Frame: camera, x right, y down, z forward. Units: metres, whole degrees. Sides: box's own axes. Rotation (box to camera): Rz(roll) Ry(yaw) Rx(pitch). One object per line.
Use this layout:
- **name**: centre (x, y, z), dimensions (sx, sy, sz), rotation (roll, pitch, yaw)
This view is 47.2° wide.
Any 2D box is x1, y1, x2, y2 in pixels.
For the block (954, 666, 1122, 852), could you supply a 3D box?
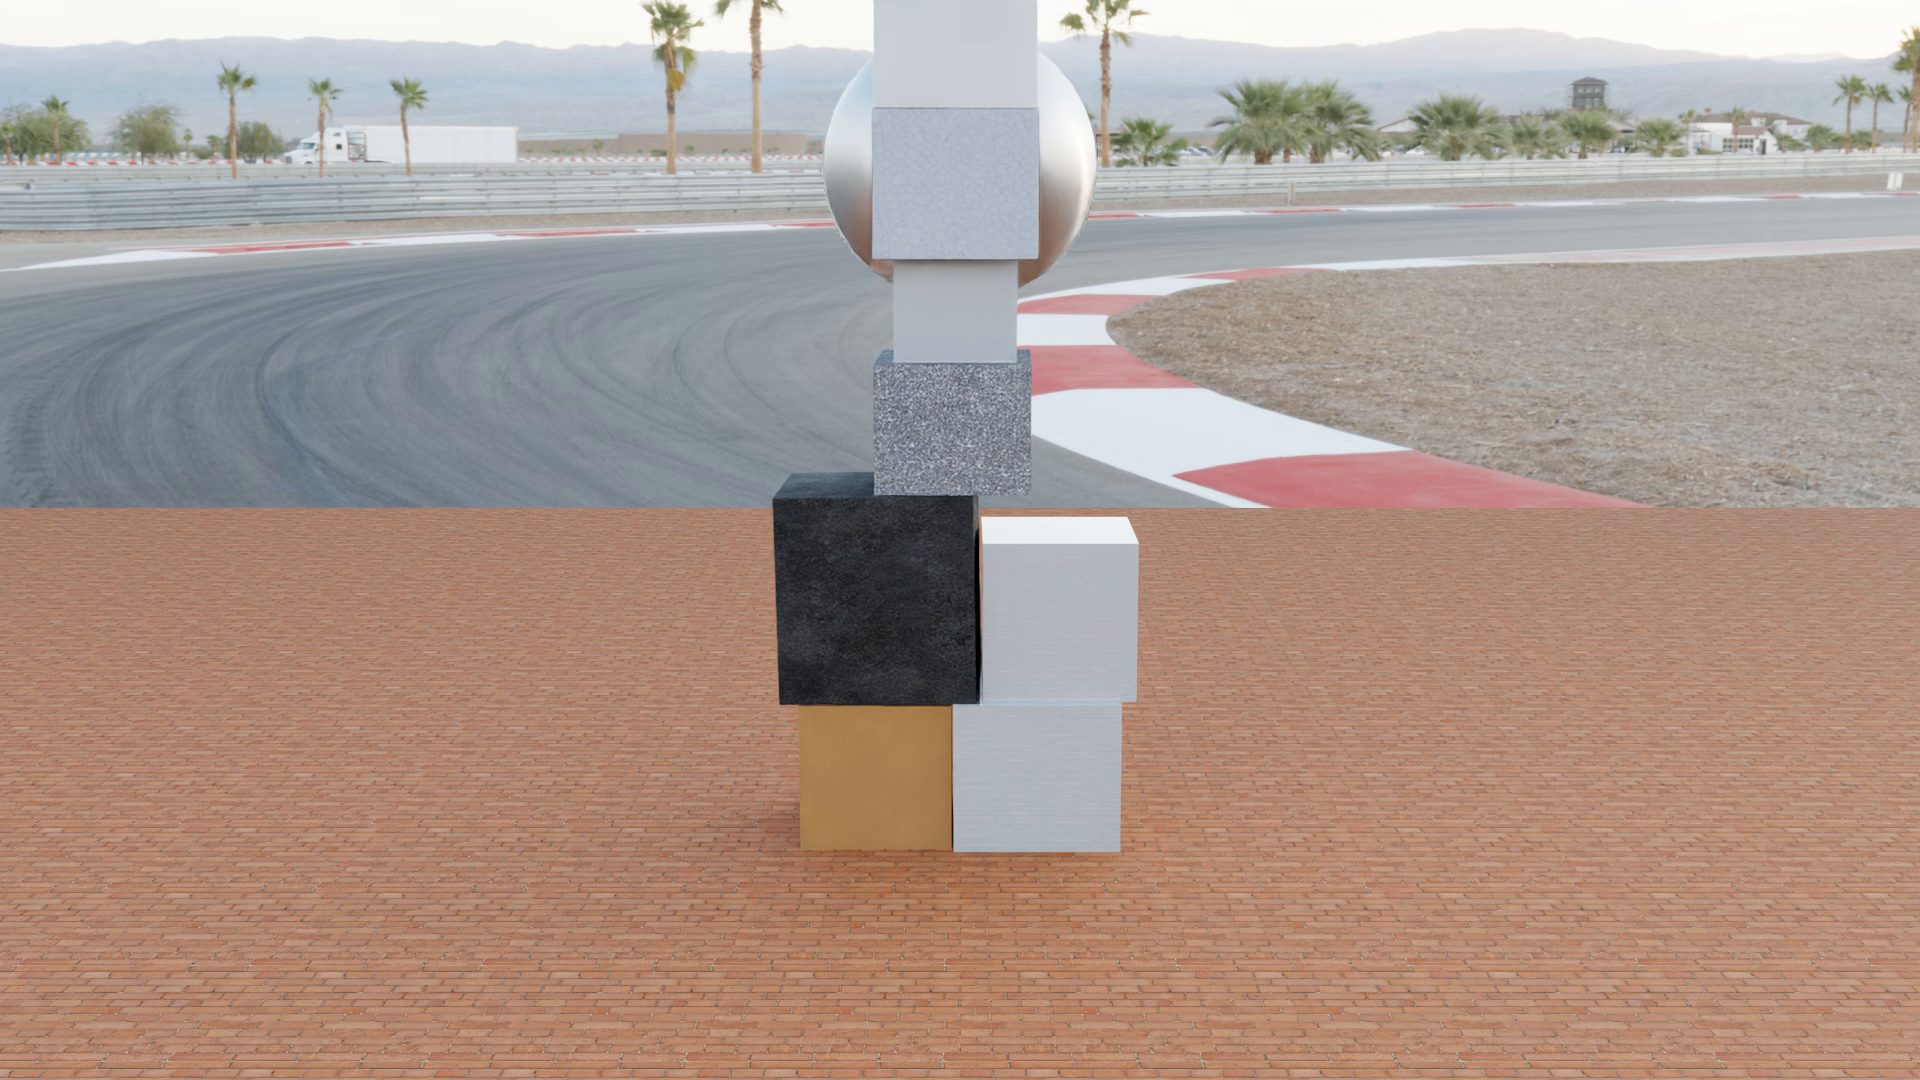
- **block**: centre (0.384, 1.107, 11.371), dimensions (0.832, 0.753, 0.913), rotation (0, 10, 0)

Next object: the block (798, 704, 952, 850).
- **block**: centre (-0.421, 1.115, 11.366), dimensions (0.758, 0.739, 0.805), rotation (0, 10, 0)

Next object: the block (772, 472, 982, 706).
- **block**: centre (-0.401, 0.228, 11.237), dimensions (0.980, 1.038, 0.859), rotation (-1, 10, 2)

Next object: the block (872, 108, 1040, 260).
- **block**: centre (-0.020, -1.766, 10.848), dimensions (0.794, 0.713, 0.760), rotation (0, 11, 0)

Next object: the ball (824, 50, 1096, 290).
- **ball**: centre (0.000, -2.195, 12.890), dimensions (1.600, 1.600, 1.600), rotation (0, 10, 0)

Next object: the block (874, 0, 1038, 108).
- **block**: centre (-0.019, -2.450, 10.724), dimensions (0.770, 0.678, 0.784), rotation (0, 11, 0)

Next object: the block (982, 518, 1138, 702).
- **block**: centre (0.495, 0.342, 11.236), dimensions (0.764, 0.801, 0.766), rotation (0, 10, 0)

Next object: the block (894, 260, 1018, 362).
- **block**: centre (-0.021, -1.169, 10.984), dimensions (0.602, 0.509, 0.572), rotation (0, 10, 0)

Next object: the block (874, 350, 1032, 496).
- **block**: centre (-0.026, -0.604, 11.081), dimensions (0.765, 0.637, 0.805), rotation (0, 10, 2)
